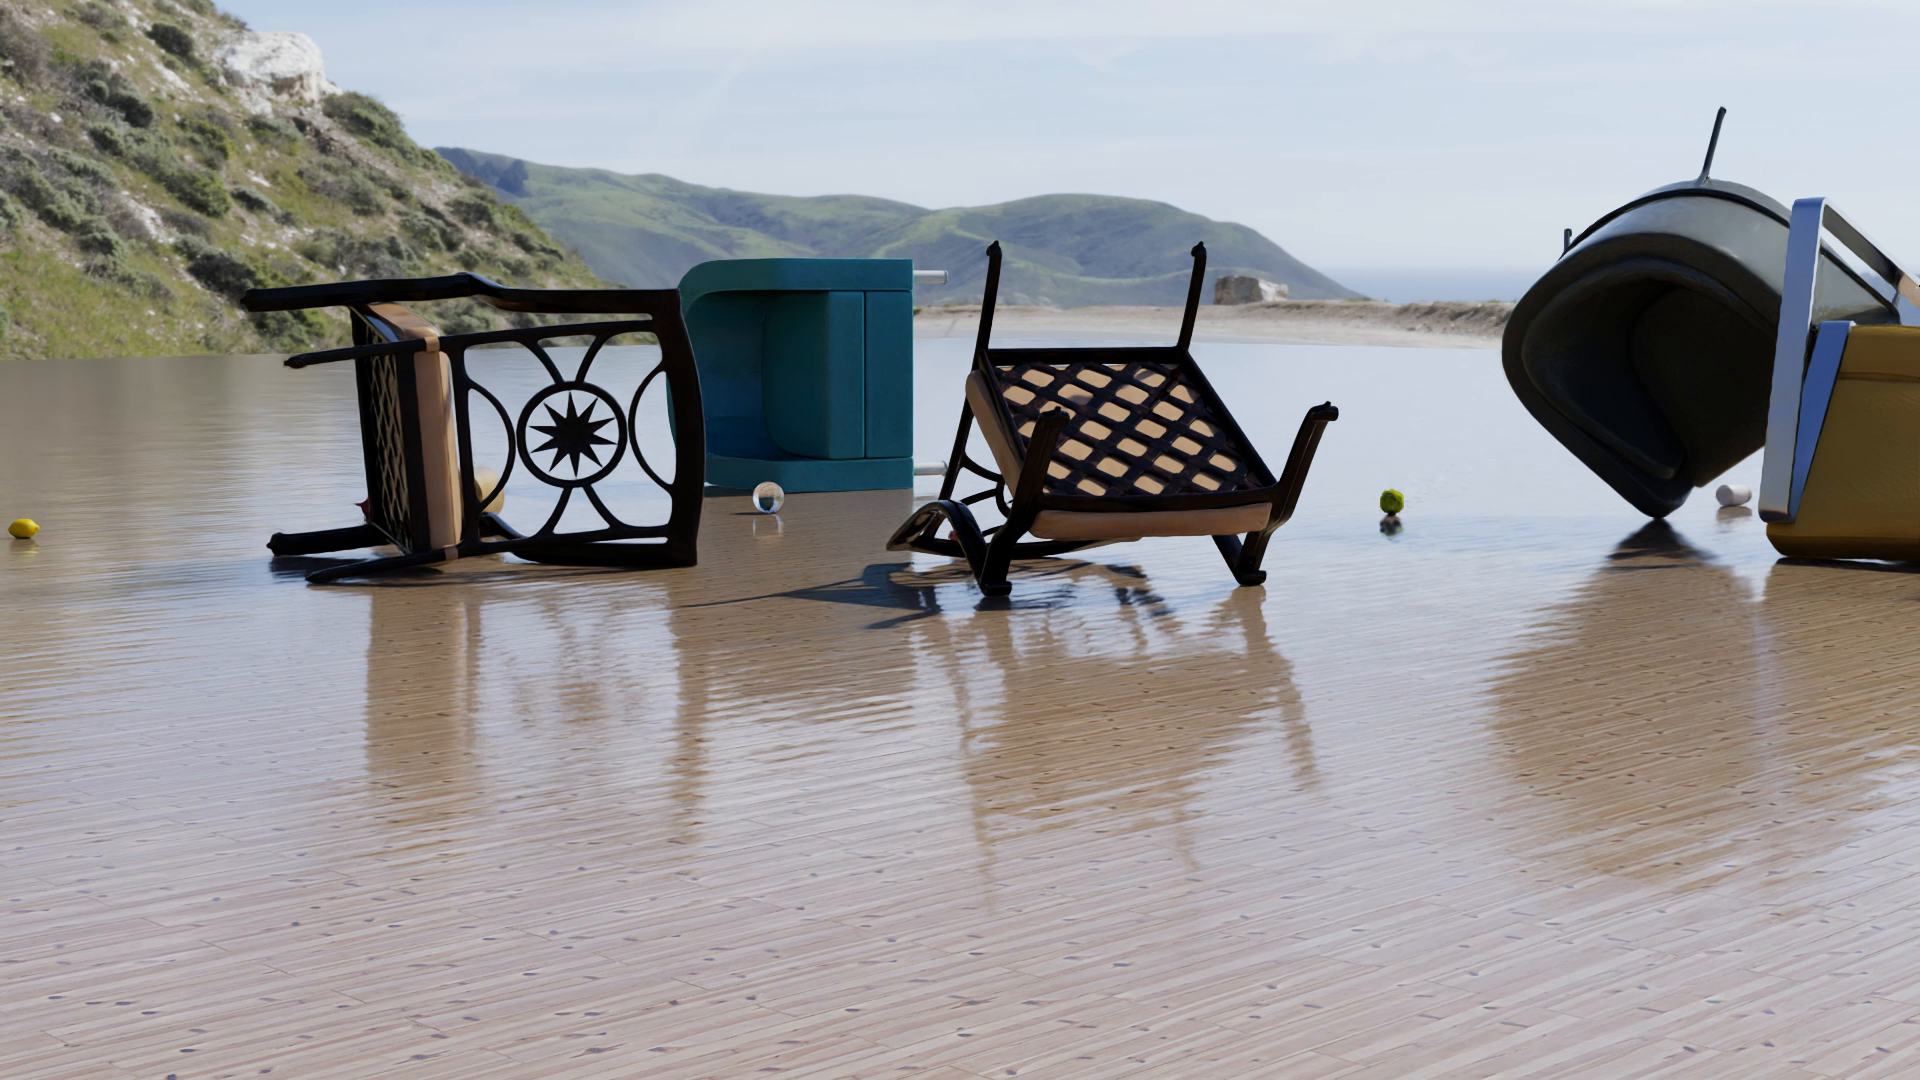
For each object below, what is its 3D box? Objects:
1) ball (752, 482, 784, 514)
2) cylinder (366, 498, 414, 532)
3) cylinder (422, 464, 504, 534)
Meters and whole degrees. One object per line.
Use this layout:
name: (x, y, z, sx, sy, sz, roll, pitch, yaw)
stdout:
ball: (-0.533, -0.119, 7.137, 0.089, 0.089, 0.089, 0, 6, 0)
cylinder: (-1.477, -0.064, 6.648, 0.100, 0.064, 0.112, -37, -2, 12)
cylinder: (-1.286, -0.108, 6.644, 0.162, 0.172, 0.156, 44, 12, 4)
